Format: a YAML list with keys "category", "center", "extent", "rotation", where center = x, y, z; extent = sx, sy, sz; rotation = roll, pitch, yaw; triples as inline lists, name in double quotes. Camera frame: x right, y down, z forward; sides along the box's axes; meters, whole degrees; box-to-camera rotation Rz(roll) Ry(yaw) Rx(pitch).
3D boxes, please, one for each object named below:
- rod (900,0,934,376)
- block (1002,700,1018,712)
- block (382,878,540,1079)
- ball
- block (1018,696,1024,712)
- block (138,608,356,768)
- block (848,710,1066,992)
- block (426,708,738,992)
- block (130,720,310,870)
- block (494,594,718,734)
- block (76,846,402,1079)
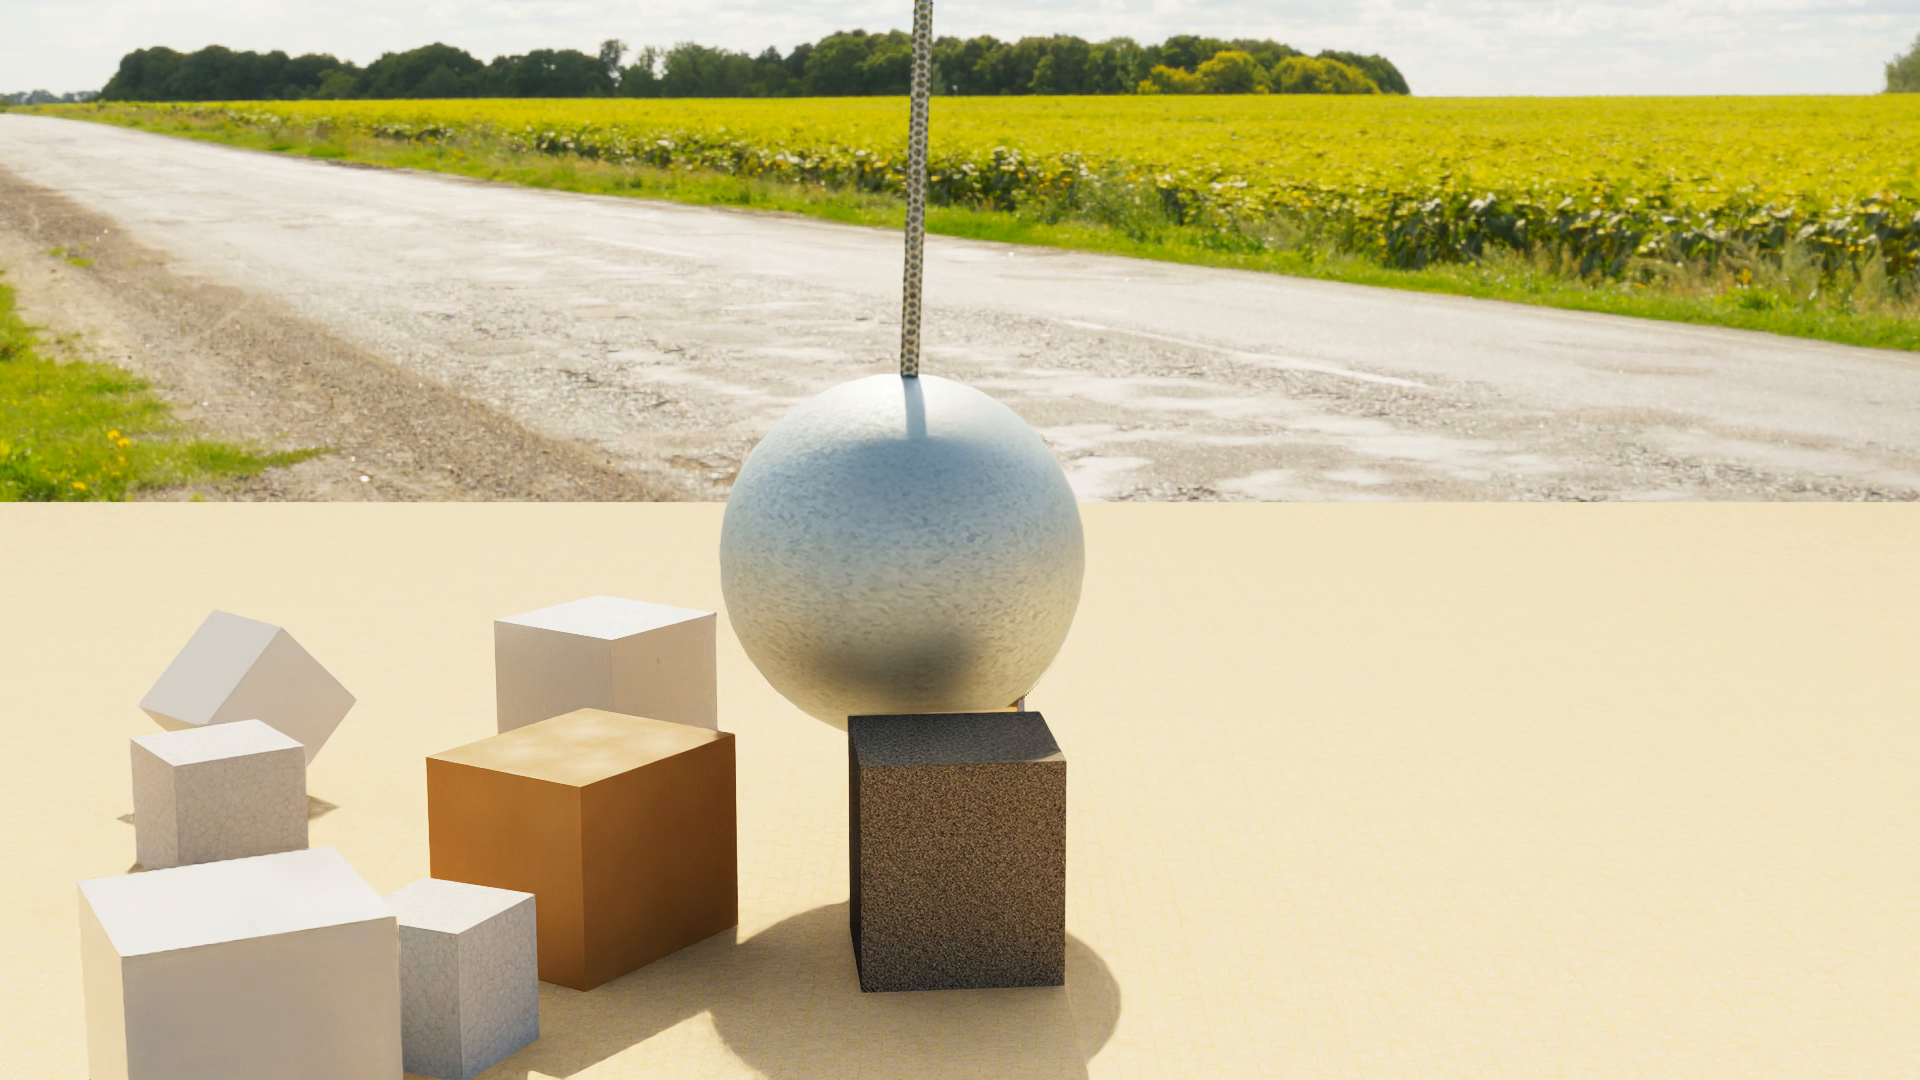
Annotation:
- category: "rod"
  center: [-0.109, -3.268, 10.586]
  extent: [0.080, 5.200, 0.080]
  rotation: [2, 10, 0]
- category: "block"
  center: [-0.035, 1.090, 11.872]
  extent: [0.597, 0.608, 0.611]
  rotation: [0, 10, 2]
- category: "block"
  center: [-1.873, 1.586, 9.300]
  extent: [0.489, 0.552, 0.483]
  rotation: [5, 11, 24]
- category: "ball"
  center: [-0.252, 0.074, 11.194]
  extent: [1.600, 1.600, 1.600]
  rotation: [0, 10, 0]
- category: "block"
  center: [-0.042, 0.866, 12.514]
  extent: [0.712, 0.819, 0.715]
  rotation: [0, 10, 1]
- category: "block"
  center: [-3.528, 0.807, 12.721]
  extent: [0.612, 0.603, 0.612]
  rotation: [10, 57, 42]
- category: "block"
  center: [-0.025, 1.230, 10.271]
  extent: [0.794, 0.906, 0.785]
  rotation: [-1, 10, -6]
- category: "block"
  center: [-1.527, 1.235, 10.474]
  extent: [0.810, 0.822, 0.960]
  rotation: [7, 12, 32]
- category: "block"
  center: [-3.311, 1.180, 11.475]
  extent: [0.587, 0.573, 0.583]
  rotation: [-7, 13, -35]
- category: "block"
  center: [-1.826, 0.762, 13.284]
  extent: [0.812, 0.748, 0.790]
  rotation: [7, 13, 35]
- category: "block"
  center: [-2.369, 1.586, 8.438]
  extent: [0.851, 0.854, 0.817]
  rotation: [-5, 12, -27]
